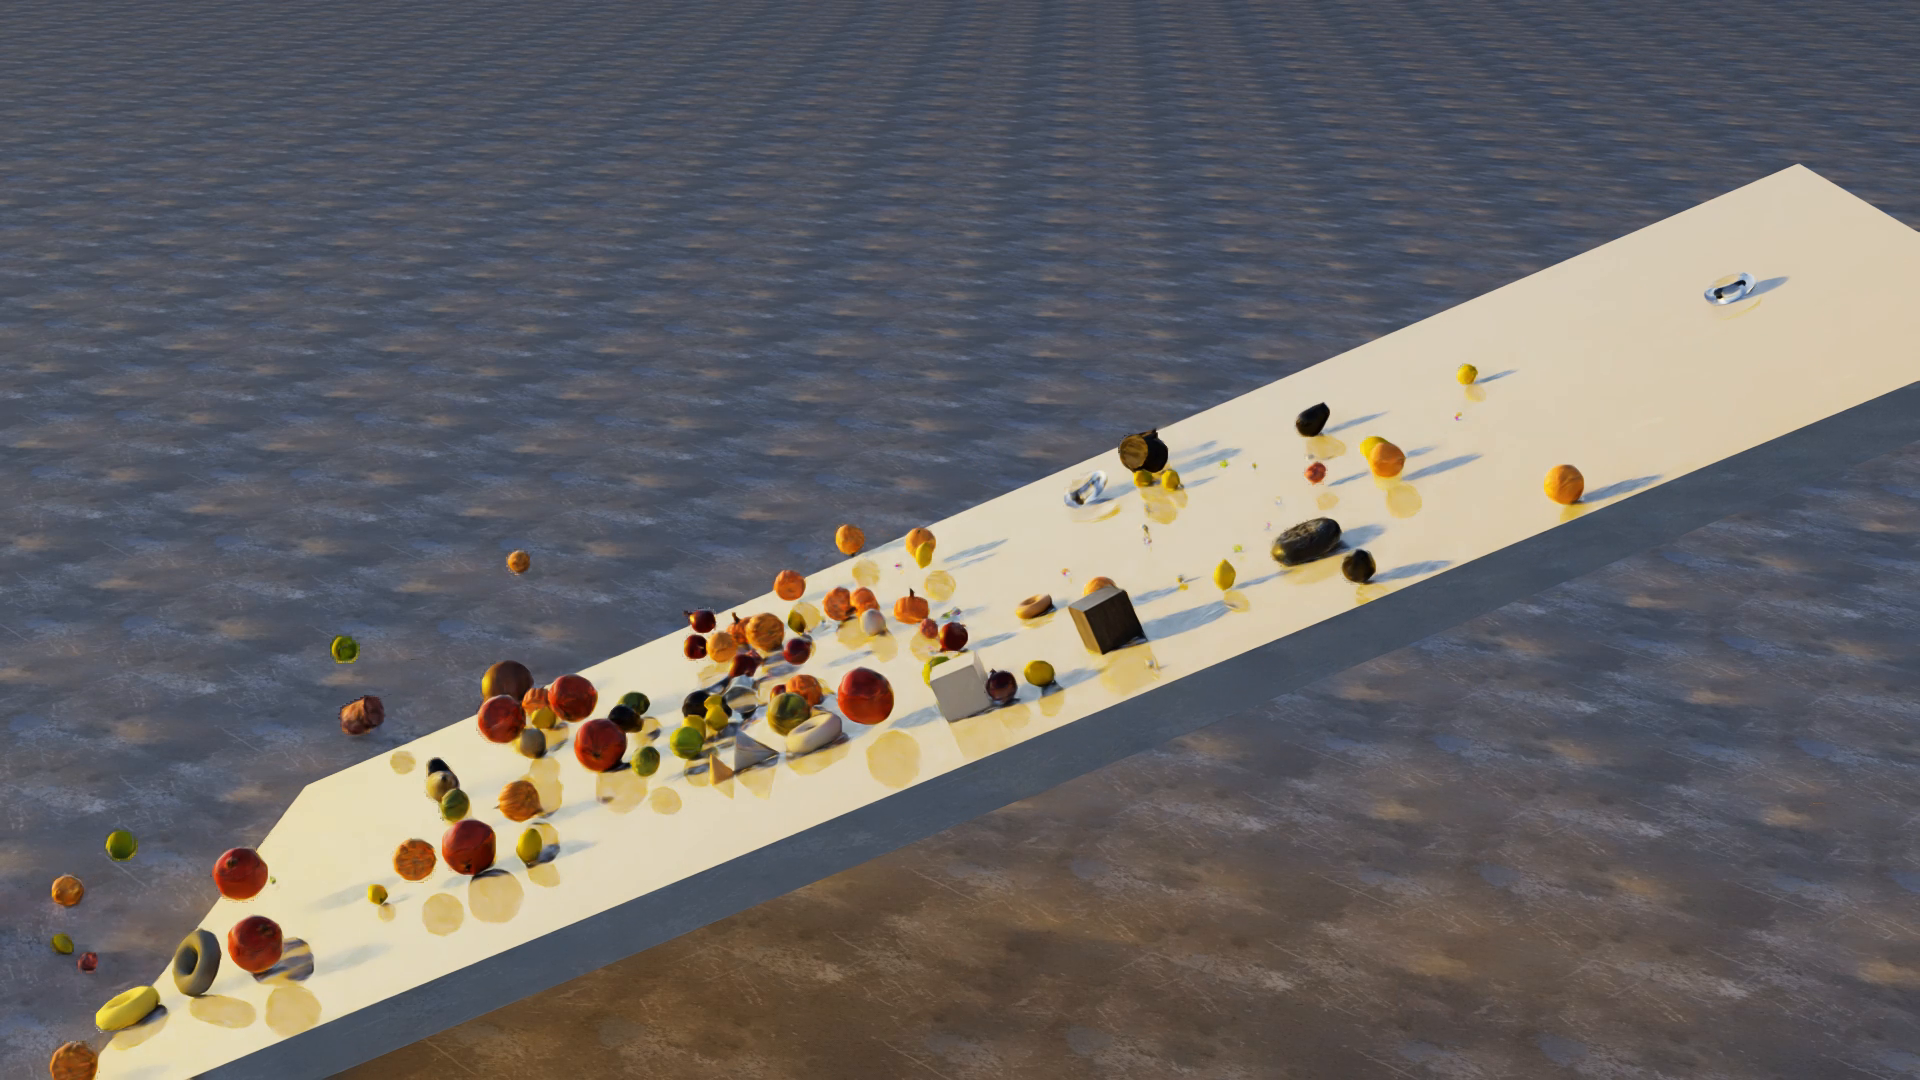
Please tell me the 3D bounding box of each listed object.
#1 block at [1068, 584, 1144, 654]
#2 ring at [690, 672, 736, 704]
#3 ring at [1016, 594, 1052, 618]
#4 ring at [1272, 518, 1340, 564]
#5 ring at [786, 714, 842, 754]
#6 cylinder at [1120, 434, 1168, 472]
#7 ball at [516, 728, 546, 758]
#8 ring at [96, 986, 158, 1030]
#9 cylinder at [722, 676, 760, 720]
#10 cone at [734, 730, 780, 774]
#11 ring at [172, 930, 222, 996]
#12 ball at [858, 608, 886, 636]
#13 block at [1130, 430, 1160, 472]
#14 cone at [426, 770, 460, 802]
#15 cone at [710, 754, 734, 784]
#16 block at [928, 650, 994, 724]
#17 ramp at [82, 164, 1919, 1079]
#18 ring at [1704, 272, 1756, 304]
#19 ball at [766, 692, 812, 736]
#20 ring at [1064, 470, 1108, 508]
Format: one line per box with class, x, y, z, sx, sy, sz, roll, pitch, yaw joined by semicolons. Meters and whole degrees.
block;0.279;0.152;5.644;0.093;0.093;0.093;-27;13;-13
ring;-0.549;0.332;6.572;0.112;0.037;0.112;-22;13;6
ring;0.153;0.137;6.090;0.081;0.027;0.081;-22;14;6
ring;0.664;0.002;5.648;0.143;0.048;0.143;-24;12;5
ring;-0.291;0.387;5.863;0.124;0.041;0.124;-25;12;6
cylinder;0.421;-0.198;6.747;0.080;0.080;0.080;13;3;40
ball;-0.984;0.466;6.754;0.070;0.070;0.070;0;15;0
ring;-1.732;0.975;6.120;0.138;0.046;0.138;-22;12;5
cylinder;-0.468;0.338;6.301;0.077;0.077;0.077;0;12;1
cone;-0.407;0.426;5.916;0.090;0.090;0.090;2;15;-2
ring;-1.577;0.874;6.079;0.046;0.139;0.139;22;-3;-42
ball;-0.193;0.182;6.473;0.059;0.059;0.059;0;15;0
block;0.430;-0.209;6.894;0.068;0.068;0.068;-17;14;29
cone;-1.177;0.550;6.686;0.076;0.076;0.076;-2;-19;-8
cone;-0.490;0.454;5.919;0.056;0.056;0.056;-22;13;5
block;0.004;0.281;5.632;0.092;0.092;0.092;-22;13;9
ramp;0.131;0.170;6.285;4.000;0.100;2.000;-23;13;8
ring;1.593;-0.520;6.084;0.108;0.036;0.108;-23;14;6
ball;-0.348;0.355;5.982;0.091;0.091;0.091;0;15;0
ring;0.290;-0.119;6.809;0.117;0.039;0.117;-35;15;11
